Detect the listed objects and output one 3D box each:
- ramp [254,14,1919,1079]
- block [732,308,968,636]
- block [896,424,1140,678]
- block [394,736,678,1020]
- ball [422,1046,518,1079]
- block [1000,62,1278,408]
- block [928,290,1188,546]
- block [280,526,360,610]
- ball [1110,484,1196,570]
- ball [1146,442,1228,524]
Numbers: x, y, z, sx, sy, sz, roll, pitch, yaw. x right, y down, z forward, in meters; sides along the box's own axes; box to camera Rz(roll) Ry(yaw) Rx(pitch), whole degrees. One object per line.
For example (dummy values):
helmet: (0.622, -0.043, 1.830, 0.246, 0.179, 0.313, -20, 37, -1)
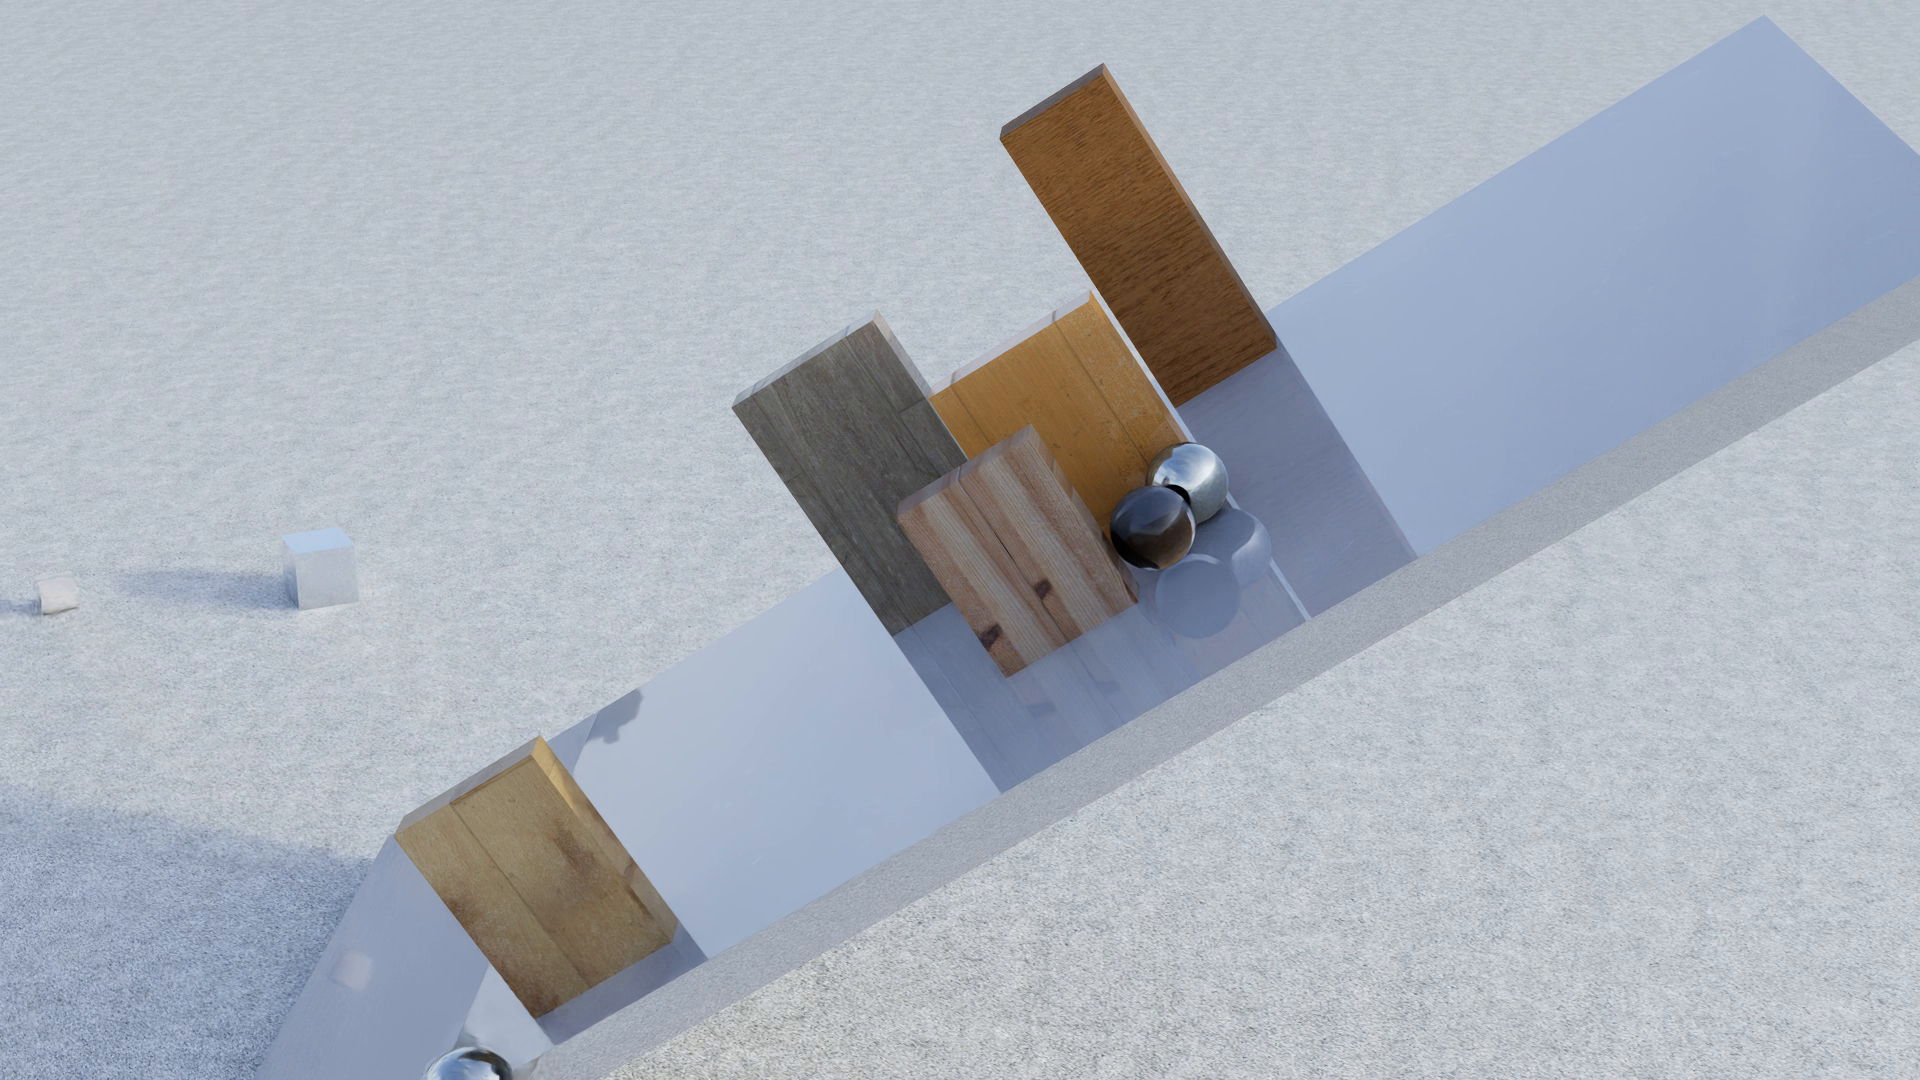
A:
ramp: (0.140, 0.170, 6.295, 4.000, 0.100, 2.000, -31, 15, 14)
block: (-0.167, -0.144, 6.495, 0.373, 0.634, 0.095, -31, 15, 14)
block: (0.116, 0.023, 5.829, 0.312, 0.401, 0.095, -31, 15, 14)
block: (-0.821, 0.659, 5.719, 0.331, 0.468, 0.091, -31, 15, 14)
ball: (-0.920, 1.047, 5.516, 0.191, 0.191, 0.191, 0, 20, 0)
block: (0.412, -0.694, 6.742, 0.275, 0.750, 0.133, -31, 15, 14)
block: (0.236, -0.205, 6.096, 0.390, 0.495, 0.091, -31, 15, 14)
block: (-2.071, 0.092, 9.513, 0.194, 0.194, 0.194, -9, 22, -24)
ball: (0.383, -0.024, 5.855, 0.171, 0.171, 0.171, 0, 20, 0)
ball: (0.461, -0.115, 5.976, 0.169, 0.169, 0.169, 0, 20, 0)
